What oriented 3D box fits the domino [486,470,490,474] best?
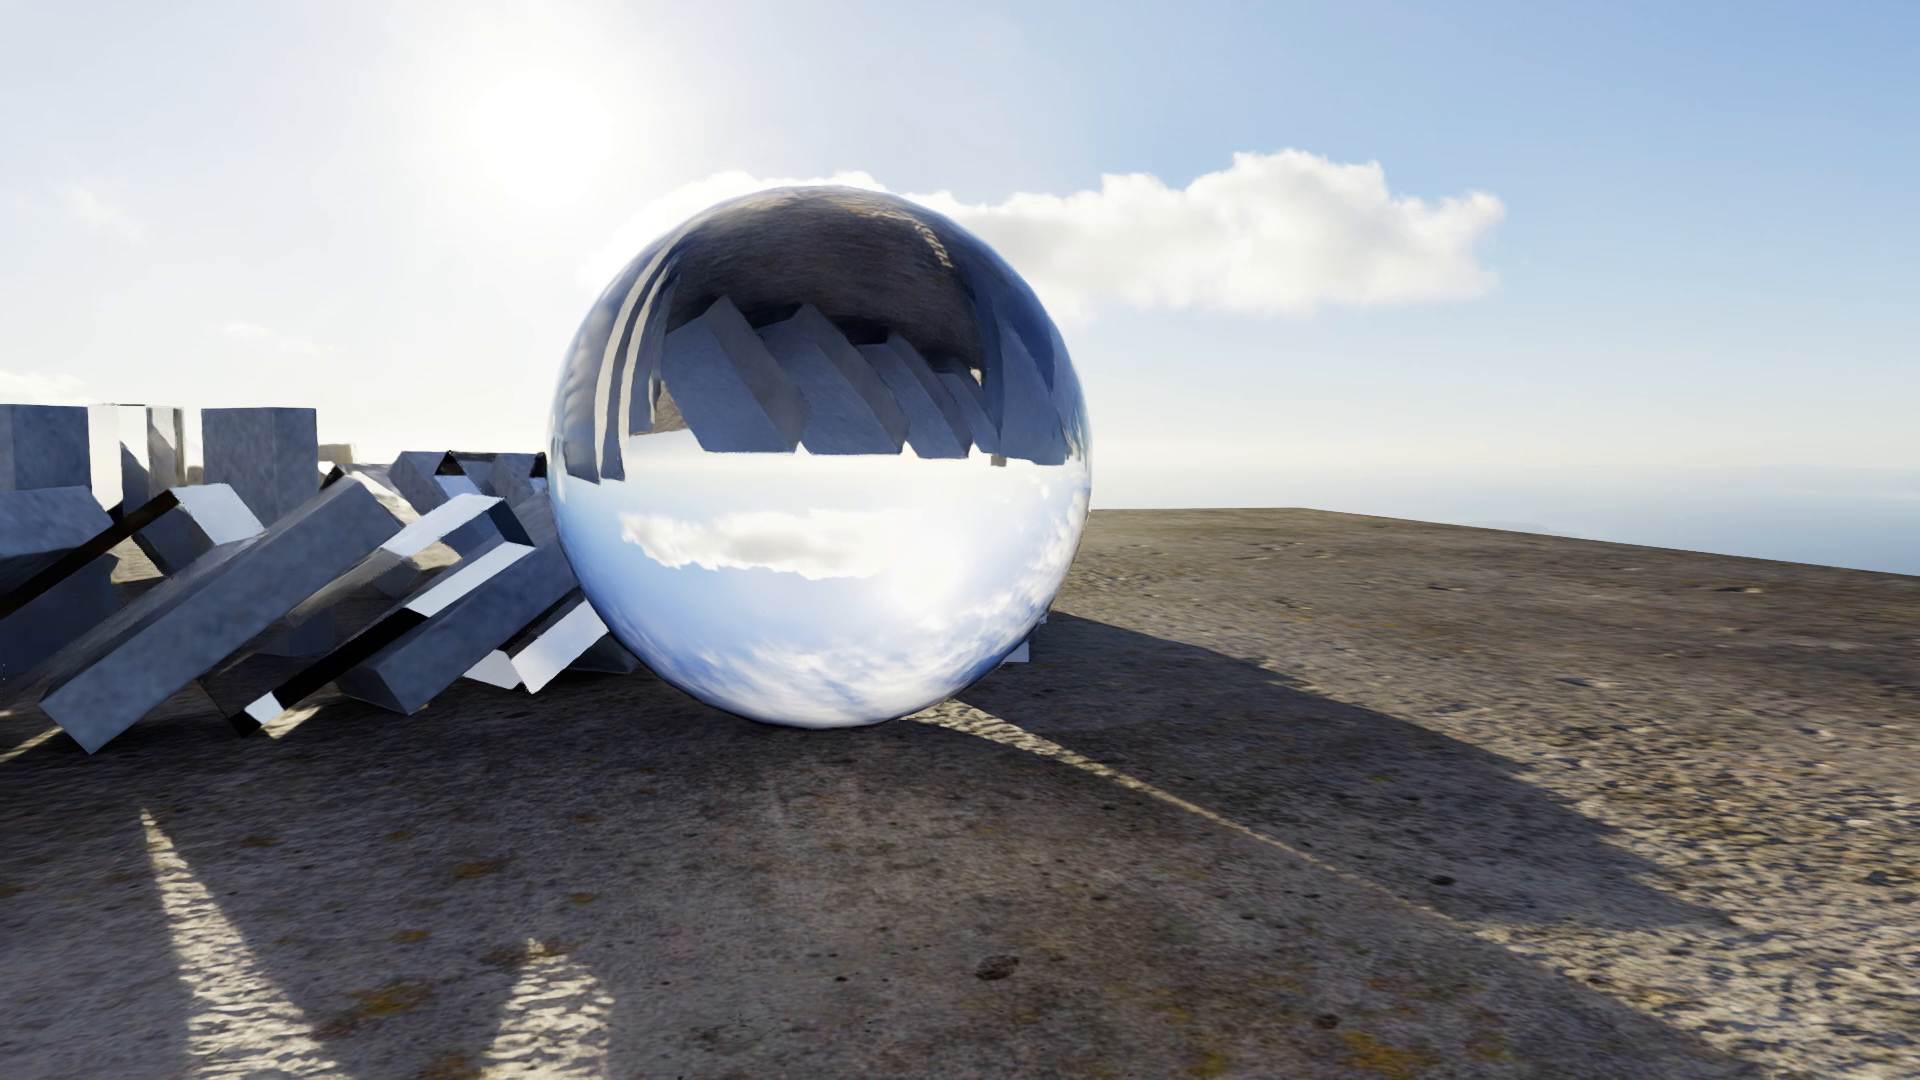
[{"bbox_3d":[-0.142,-0.008,0.452,0.050,0.010,0.025,32,11,9],"label":"domino"}]

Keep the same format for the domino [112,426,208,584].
[{"bbox_3d":[-0.211,-0.006,0.338,0.025,0.050,0.010,5,40,48],"label":"domino"}]

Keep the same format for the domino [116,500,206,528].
[{"bbox_3d":[-0.249,-0.005,0.417,0.050,0.010,0.025,31,-10,-25],"label":"domino"}]

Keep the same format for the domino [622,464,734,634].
[{"bbox_3d":[-0.068,0.001,0.302,0.025,0.009,0.050,3,39,-6],"label":"domino"}]

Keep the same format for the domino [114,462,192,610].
[{"bbox_3d":[-0.217,-0.006,0.323,0.025,0.050,0.009,2,35,28],"label":"domino"}]

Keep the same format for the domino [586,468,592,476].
[{"bbox_3d":[-0.123,-0.009,0.450,0.050,0.009,0.025,34,12,15],"label":"domino"}]

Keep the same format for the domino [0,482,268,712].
[{"bbox_3d":[-0.126,0.011,0.181,0.050,0.010,0.025,-37,12,-9],"label":"domino"}]

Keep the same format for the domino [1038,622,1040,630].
[{"bbox_3d":[0.006,-0.001,0.305,0.025,0.010,0.050,0,48,3],"label":"domino"}]

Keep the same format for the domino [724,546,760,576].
[{"bbox_3d":[-0.084,-0.007,0.436,0.050,0.009,0.025,37,22,26],"label":"domino"}]

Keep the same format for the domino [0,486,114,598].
[{"bbox_3d":[-0.144,0.011,0.174,0.050,0.009,0.025,-34,5,2],"label":"domino"}]

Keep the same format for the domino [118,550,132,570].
[{"bbox_3d":[-0.279,-0.002,0.382,0.025,0.010,0.050,4,-22,40],"label":"domino"}]

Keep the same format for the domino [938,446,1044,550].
[{"bbox_3d":[0.006,0.000,0.292,0.025,0.009,0.050,1,48,5],"label":"domino"}]

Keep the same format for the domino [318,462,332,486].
[{"bbox_3d":[-0.200,-0.009,0.441,0.050,0.009,0.025,34,-3,-11],"label":"domino"}]

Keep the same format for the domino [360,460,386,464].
[{"bbox_3d":[-0.184,-0.009,0.445,0.050,0.010,0.025,34,-2,-8],"label":"domino"}]

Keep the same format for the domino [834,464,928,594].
[{"bbox_3d":[-0.015,-0.004,0.380,0.025,0.010,0.050,-1,37,-35],"label":"domino"}]

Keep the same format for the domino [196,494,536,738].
[{"bbox_3d":[-0.096,0.010,0.206,0.050,0.010,0.025,-38,24,-28],"label":"domino"}]

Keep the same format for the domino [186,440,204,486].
[{"bbox_3d":[-0.197,-0.006,0.353,0.009,0.050,0.025,-45,19,-14],"label":"domino"}]

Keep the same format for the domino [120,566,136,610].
[{"bbox_3d":[-0.220,-0.005,0.307,0.025,0.050,0.009,1,26,15],"label":"domino"}]

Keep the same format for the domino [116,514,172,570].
[{"bbox_3d":[-0.266,-0.003,0.402,0.050,0.010,0.025,30,-15,-35],"label":"domino"}]

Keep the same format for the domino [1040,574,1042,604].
[{"bbox_3d":[0.008,0.001,0.338,0.025,0.010,0.050,0,33,0],"label":"domino"}]

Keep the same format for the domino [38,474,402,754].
[{"bbox_3d":[-0.110,0.009,0.193,0.050,0.010,0.025,-41,23,-20],"label":"domino"}]

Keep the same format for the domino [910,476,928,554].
[{"bbox_3d":[0.001,-0.001,0.361,0.025,0.010,0.050,-1,34,-9],"label":"domino"}]

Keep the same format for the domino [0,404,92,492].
[{"bbox_3d":[-0.181,-0.002,0.254,0.009,0.050,0.025,0,4,5],"label":"domino"}]

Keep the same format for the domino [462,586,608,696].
[{"bbox_3d":[-0.070,0.007,0.238,0.025,0.009,0.050,6,39,39],"label":"domino"}]

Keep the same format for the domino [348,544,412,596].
[{"bbox_3d":[-0.178,-0.004,0.360,0.050,0.010,0.025,40,-11,-20],"label":"domino"}]

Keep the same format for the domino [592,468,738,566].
[{"bbox_3d":[-0.103,-0.008,0.444,0.050,0.010,0.025,35,18,21],"label":"domino"}]

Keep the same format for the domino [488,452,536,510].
[{"bbox_3d":[-0.109,-0.004,0.358,0.025,0.010,0.050,-1,44,-49],"label":"domino"}]

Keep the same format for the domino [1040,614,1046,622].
[{"bbox_3d":[0.009,-0.002,0.319,0.025,0.010,0.050,0,48,4],"label":"domino"}]

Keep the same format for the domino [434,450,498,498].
[{"bbox_3d":[-0.125,-0.005,0.365,0.050,0.010,0.025,47,23,21],"label":"domino"}]

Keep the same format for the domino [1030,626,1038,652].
[{"bbox_3d":[0.005,0.001,0.278,0.025,0.010,0.050,0,48,4],"label":"domino"}]

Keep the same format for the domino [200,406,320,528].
[{"bbox_3d":[-0.148,-0.003,0.272,0.025,0.050,0.009,2,5,29],"label":"domino"}]

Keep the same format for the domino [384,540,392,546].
[{"bbox_3d":[-0.219,-0.009,0.435,0.050,0.010,0.025,35,-9,-15],"label":"domino"}]

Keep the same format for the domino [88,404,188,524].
[{"bbox_3d":[-0.163,-0.002,0.256,0.010,0.050,0.025,-1,4,-16],"label":"domino"}]

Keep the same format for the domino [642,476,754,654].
[{"bbox_3d":[-0.064,0.004,0.279,0.025,0.010,0.050,1,37,10],"label":"domino"}]

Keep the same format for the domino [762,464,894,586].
[{"bbox_3d":[-0.039,-0.006,0.405,0.025,0.009,0.050,-4,40,-42],"label":"domino"}]

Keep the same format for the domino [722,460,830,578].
[{"bbox_3d":[-0.055,-0.007,0.418,0.025,0.009,0.050,-1,38,-51],"label":"domino"}]

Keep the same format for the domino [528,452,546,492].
[{"bbox_3d":[-0.096,-0.004,0.349,0.025,0.010,0.050,1,42,-43],"label":"domino"}]

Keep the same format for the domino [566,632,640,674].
[{"bbox_3d":[-0.065,0.006,0.258,0.025,0.010,0.050,2,36,23],"label":"domino"}]

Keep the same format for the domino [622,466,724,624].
[{"bbox_3d":[-0.071,0.000,0.317,0.025,0.009,0.050,0,39,-8],"label":"domino"}]

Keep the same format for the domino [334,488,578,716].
[{"bbox_3d":[-0.083,0.009,0.222,0.025,0.009,0.050,4,37,43],"label":"domino"}]

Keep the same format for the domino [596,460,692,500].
[{"bbox_3d":[-0.080,-0.002,0.336,0.025,0.009,0.050,1,40,-22],"label":"domino"}]

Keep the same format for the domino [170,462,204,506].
[{"bbox_3d":[-0.234,-0.008,0.426,0.050,0.009,0.025,36,-11,-20],"label":"domino"}]

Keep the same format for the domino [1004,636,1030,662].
[{"bbox_3d":[0.002,0.002,0.264,0.025,0.010,0.050,0,48,4],"label":"domino"}]

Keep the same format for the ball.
[{"bbox_3d":[-0.020,-0.012,0.192,0.080,0.080,0.080,0,4,0],"label":"ball"}]

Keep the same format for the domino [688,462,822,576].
[{"bbox_3d":[-0.069,-0.008,0.426,0.050,0.010,0.025,43,26,27],"label":"domino"}]

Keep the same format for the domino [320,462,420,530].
[{"bbox_3d":[-0.157,-0.004,0.372,0.050,0.010,0.025,37,12,9],"label":"domino"}]

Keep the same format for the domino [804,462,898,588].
[{"bbox_3d":[-0.026,-0.005,0.394,0.025,0.010,0.050,-1,38,-36],"label":"domino"}]

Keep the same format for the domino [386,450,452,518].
[{"bbox_3d":[-0.139,-0.006,0.370,0.050,0.010,0.025,45,19,16],"label":"domino"}]
